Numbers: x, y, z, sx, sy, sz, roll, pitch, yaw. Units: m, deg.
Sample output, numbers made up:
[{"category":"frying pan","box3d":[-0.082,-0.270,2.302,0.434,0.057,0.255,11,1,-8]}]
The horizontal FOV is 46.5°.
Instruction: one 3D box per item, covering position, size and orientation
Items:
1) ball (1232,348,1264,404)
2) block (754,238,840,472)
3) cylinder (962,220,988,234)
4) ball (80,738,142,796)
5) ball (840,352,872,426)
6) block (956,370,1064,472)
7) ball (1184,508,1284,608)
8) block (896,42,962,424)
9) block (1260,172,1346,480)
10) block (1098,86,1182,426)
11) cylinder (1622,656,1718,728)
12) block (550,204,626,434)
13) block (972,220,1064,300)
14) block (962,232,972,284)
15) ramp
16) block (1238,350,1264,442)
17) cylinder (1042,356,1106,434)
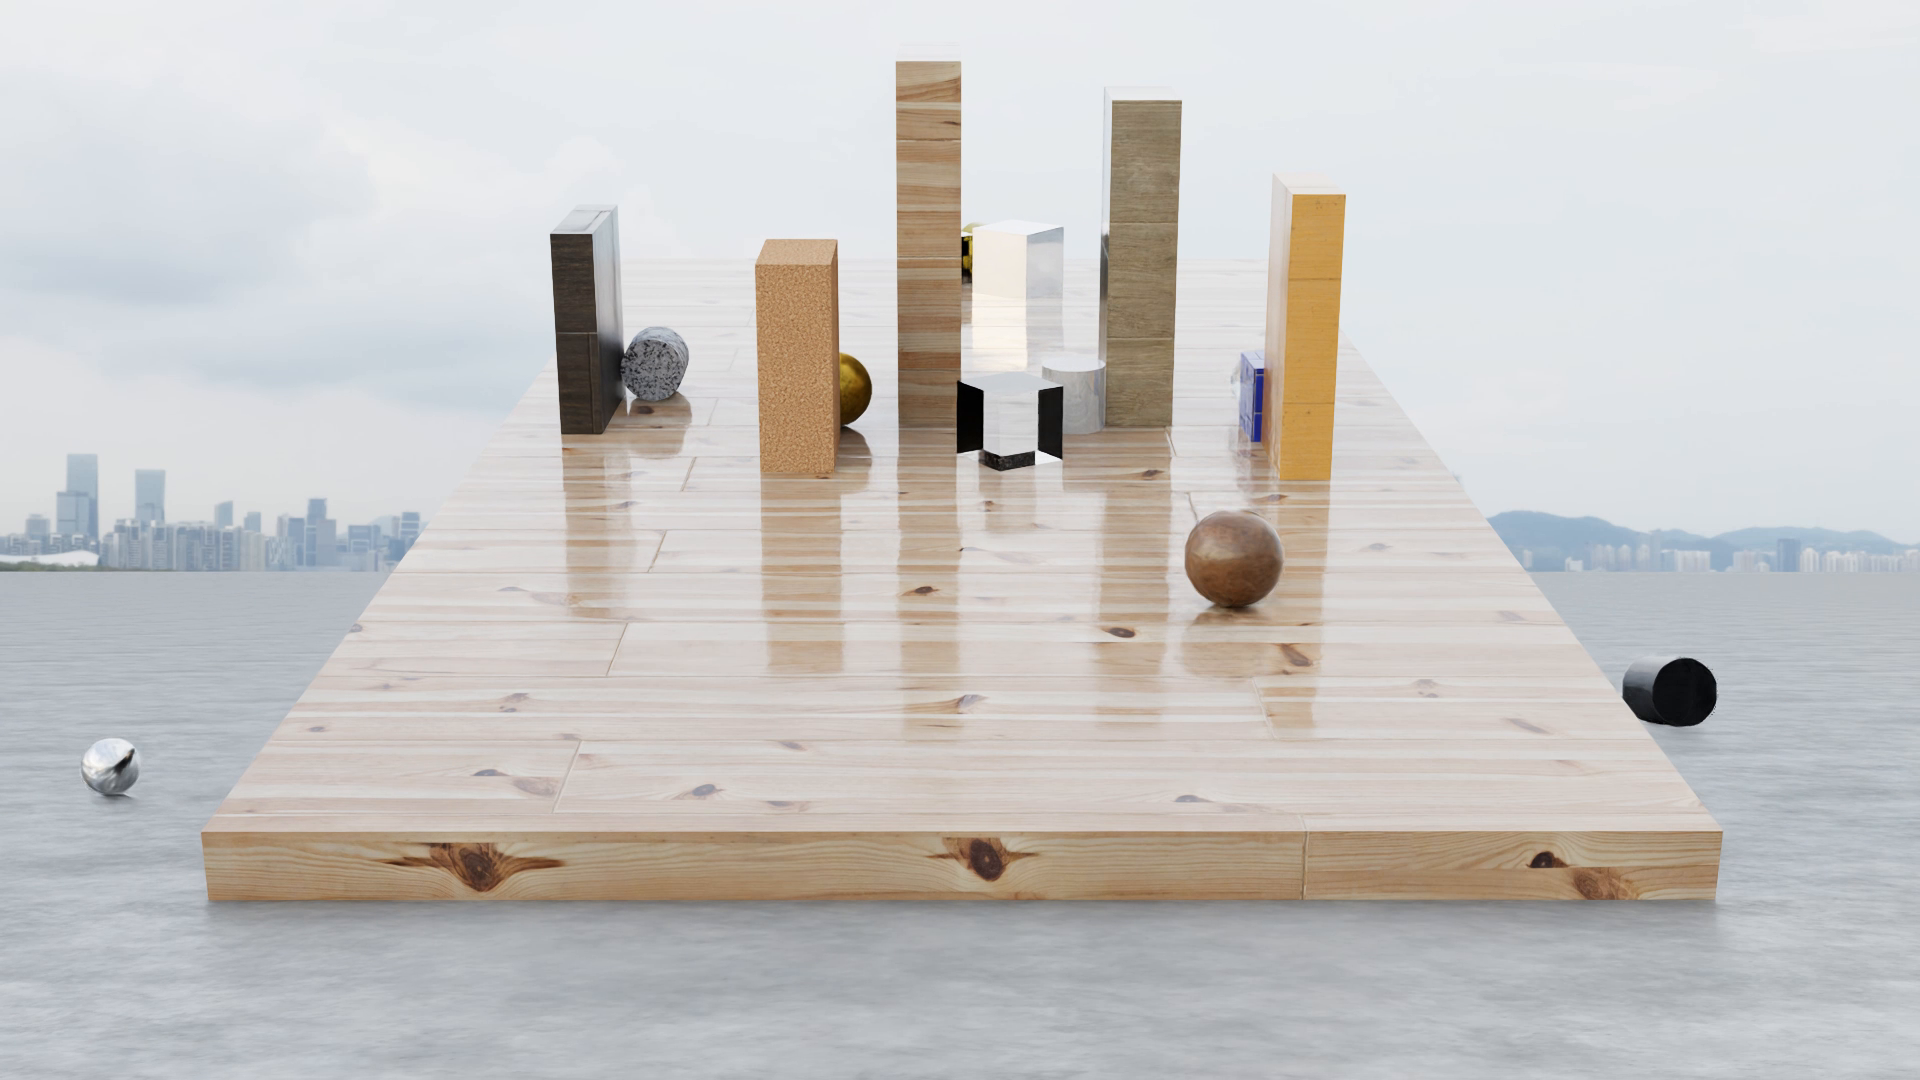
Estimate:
[{"category":"ball","box3d":[0.677,-0.353,4.972,0.148,0.148,0.148,0,-1,0]},{"category":"block","box3d":[-0.331,-0.384,4.612,0.150,0.427,0.284,0,18,0]},{"category":"cylinder","box3d":[0.089,-0.830,6.436,0.153,0.153,0.153,0,17,-35]},{"category":"ball","box3d":[-1.641,0.438,4.322,0.111,0.111,0.111,0,-1,0]},{"category":"ball","box3d":[-0.274,-0.328,4.866,0.164,0.164,0.164,0,-1,0]},{"category":"block","box3d":[0.103,-0.248,4.630,0.158,0.158,0.158,-11,21,-32]},{"category":"ball","box3d":[0.460,0.030,3.758,0.167,0.167,0.167,0,-1,0]},{"category":"block","box3d":[-0.067,-0.694,4.994,0.138,0.782,0.426,0,18,0]},{"category":"block","box3d":[0.694,-0.439,4.547,0.103,0.574,0.283,0,18,0]},{"category":"block","box3d":[0.390,-0.626,4.912,0.147,0.705,0.270,0,18,0]},{"category":"cylinder","box3d":[1.975,0.420,6.228,0.190,0.190,0.190,0,-1,-9]},{"category":"block","box3d":[-0.816,-0.492,4.930,0.089,0.436,0.374,0,18,0]},{"category":"block","box3d":[0.163,-0.784,6.249,0.182,0.182,0.182,13,22,35]},{"category":"block","box3d":[-0.052,-0.808,6.392,0.138,0.138,0.138,-11,21,-30]},{"category":"ramp","box3d":[-0.003,-0.185,4.855,2.000,0.100,4.000,0,18,0]},{"category":"block","box3d":[0.697,-0.312,4.824,0.161,0.161,0.161,-1,18,-3]},{"category":"cylinder","box3d":[0.246,-0.315,4.869,0.139,0.139,0.139,0,18,0]}]
